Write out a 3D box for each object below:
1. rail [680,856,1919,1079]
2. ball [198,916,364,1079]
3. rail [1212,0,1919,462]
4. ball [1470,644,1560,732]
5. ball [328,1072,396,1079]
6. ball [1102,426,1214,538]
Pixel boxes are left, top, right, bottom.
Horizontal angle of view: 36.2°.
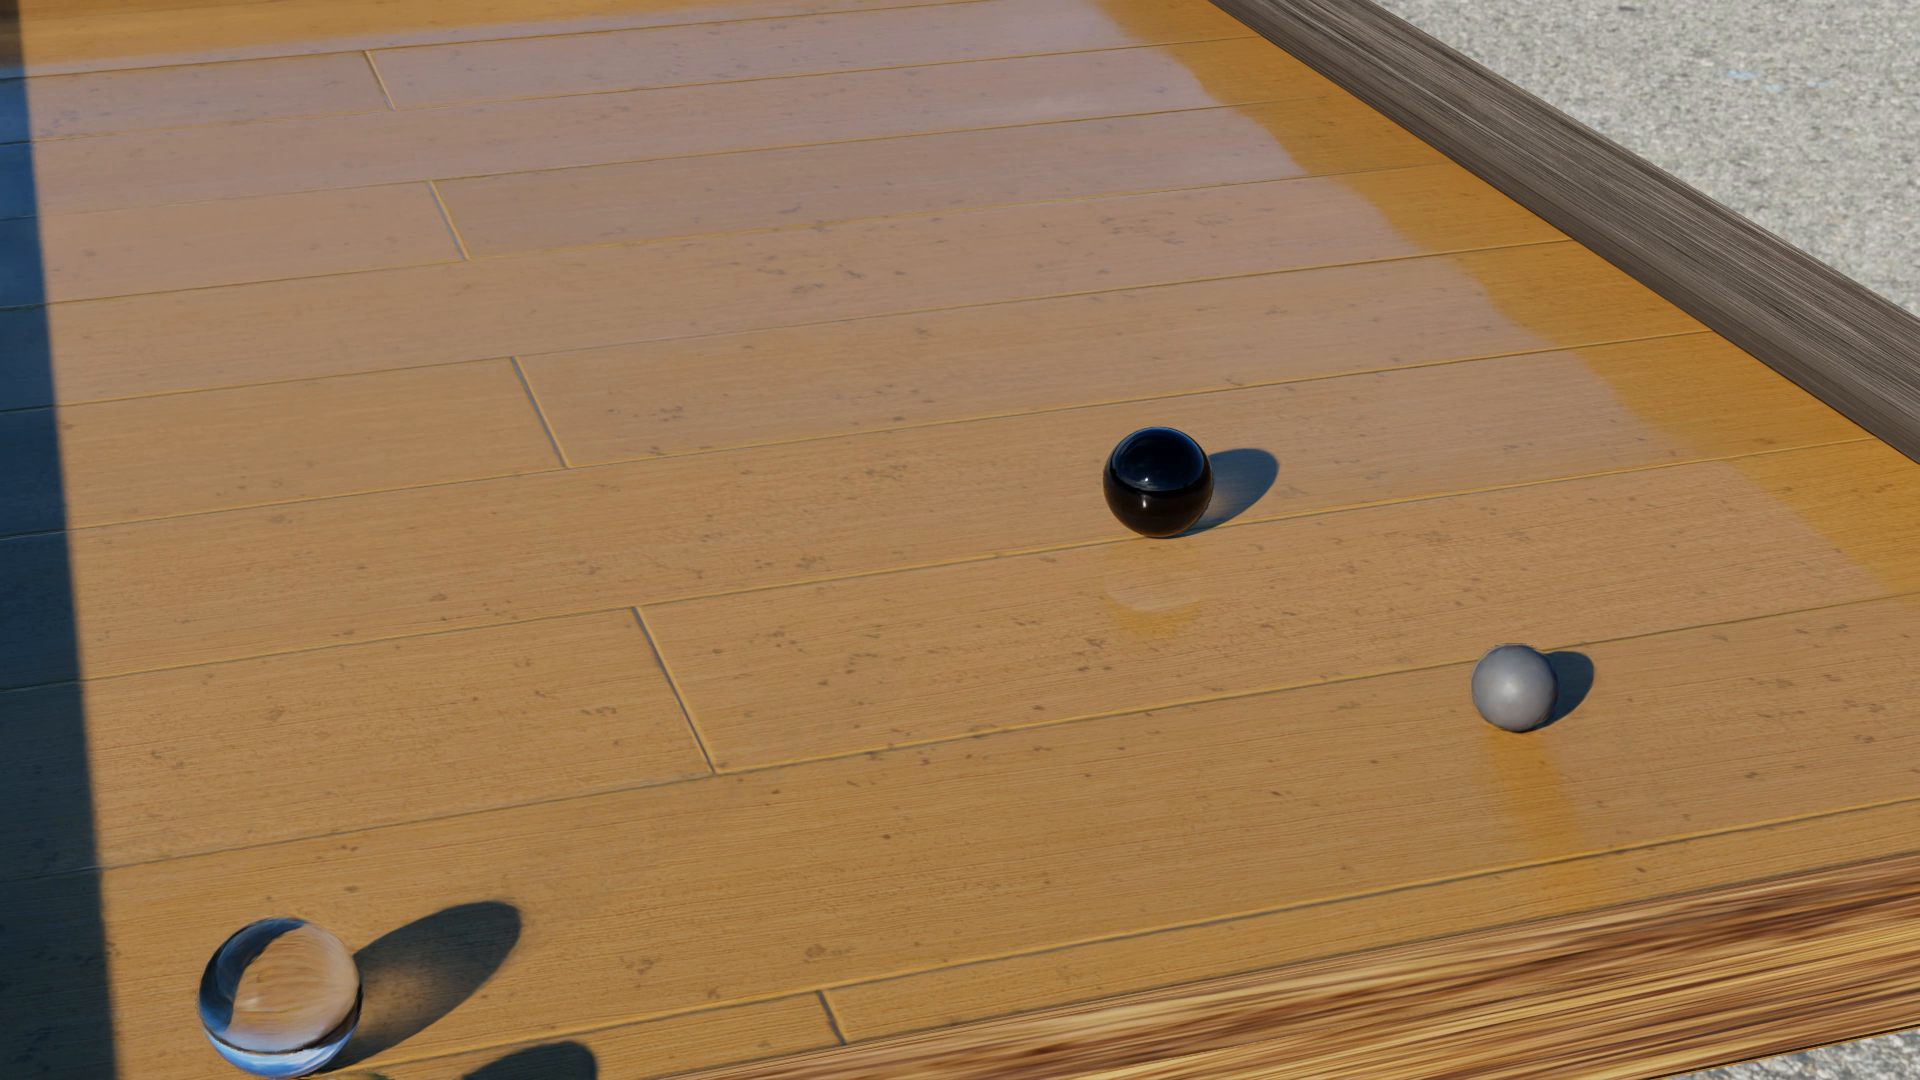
[{"bbox_3d":[0.196,0.244,1.490,1.547,0.109,0.045,-8,26,-16],"label":"rail"},{"bbox_3d":[-0.354,0.239,1.534,0.084,0.084,0.084,0,25,0],"label":"ball"},{"bbox_3d":[0.512,-0.387,2.847,0.045,0.109,2.714,-8,26,-16],"label":"rail"},{"bbox_3d":[0.354,0.095,1.878,0.055,0.055,0.055,0,25,0],"label":"ball"},{"bbox_3d":[-0.289,0.296,1.415,0.080,0.080,0.080,0,25,0],"label":"ball"},{"bbox_3d":[0.144,-0.042,2.142,0.081,0.081,0.081,0,25,0],"label":"ball"}]
